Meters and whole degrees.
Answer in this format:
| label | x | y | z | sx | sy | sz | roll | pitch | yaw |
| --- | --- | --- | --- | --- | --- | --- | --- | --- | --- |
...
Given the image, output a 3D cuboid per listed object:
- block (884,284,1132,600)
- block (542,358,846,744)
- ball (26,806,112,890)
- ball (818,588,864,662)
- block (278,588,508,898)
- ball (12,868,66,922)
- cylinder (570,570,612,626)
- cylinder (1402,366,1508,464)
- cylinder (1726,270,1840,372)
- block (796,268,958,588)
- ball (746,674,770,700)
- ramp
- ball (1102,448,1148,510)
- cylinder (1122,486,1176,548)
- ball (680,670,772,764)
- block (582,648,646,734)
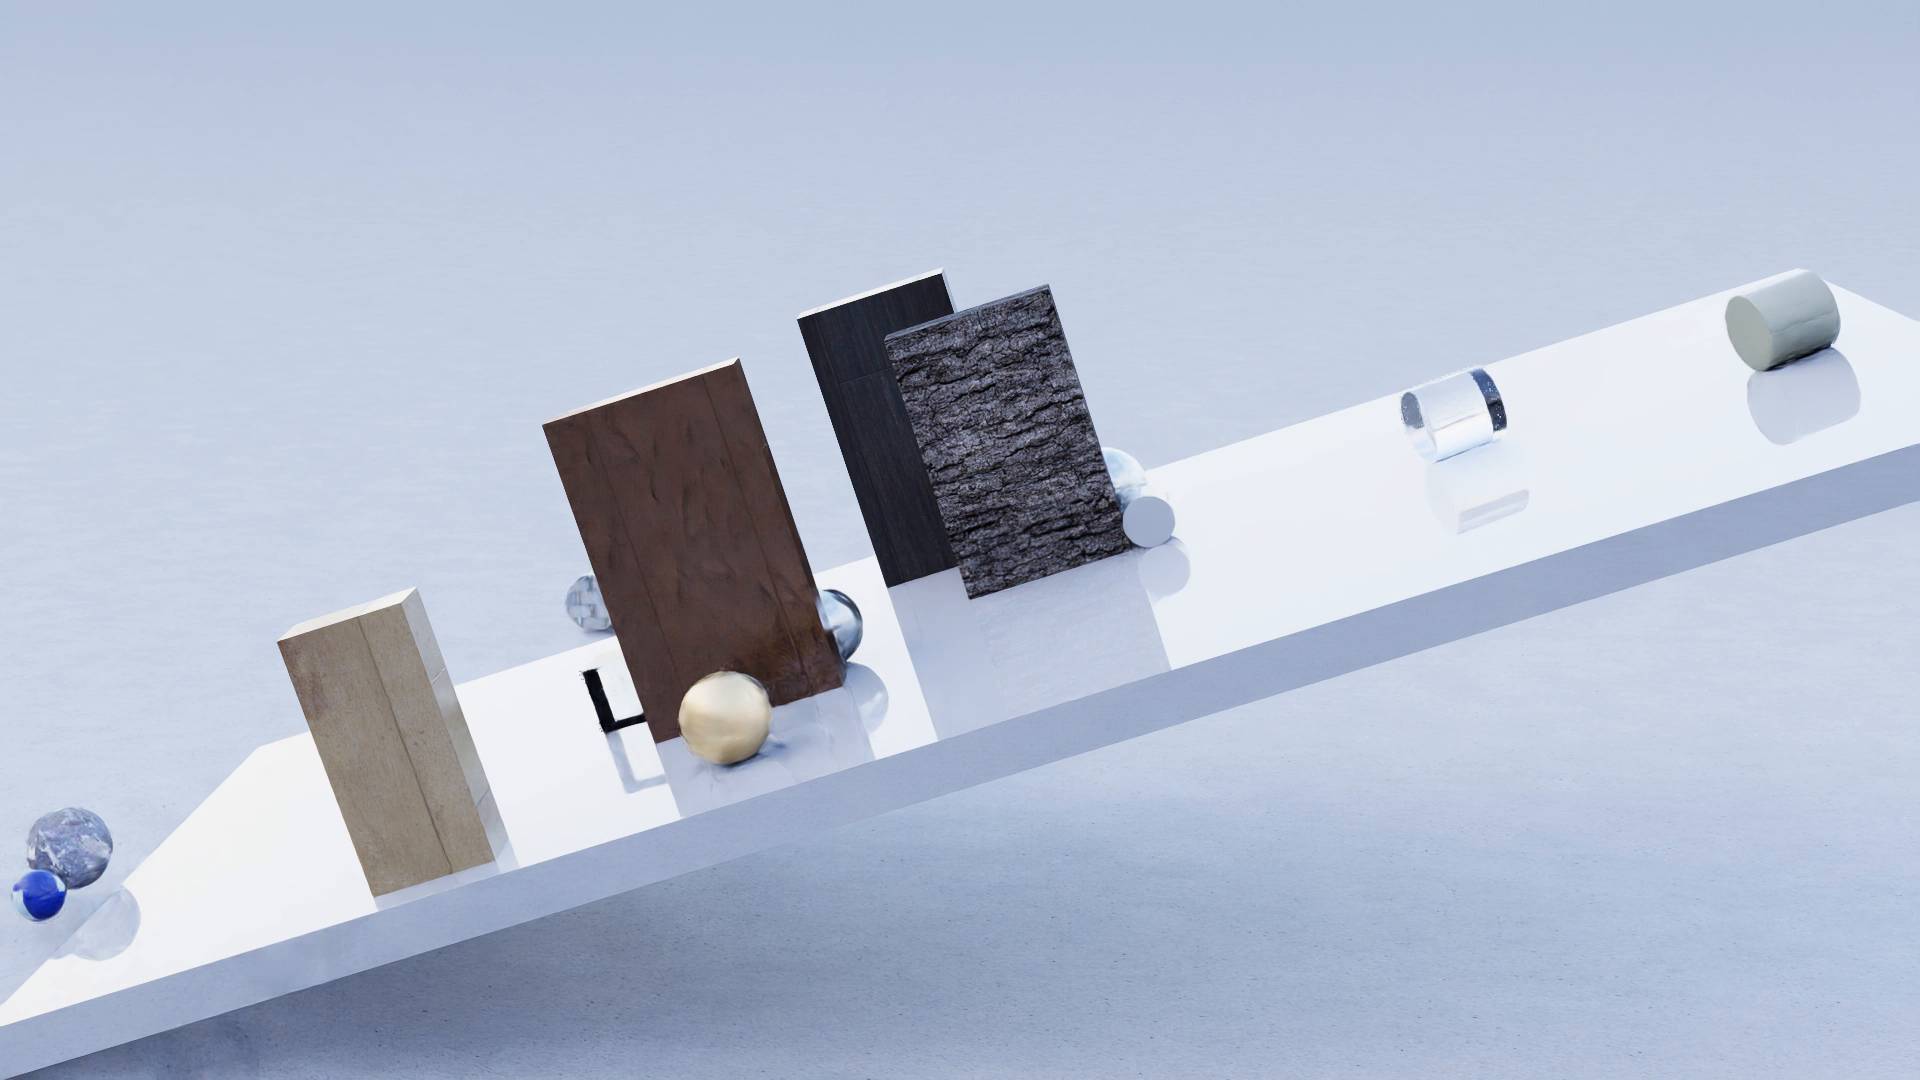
| label | x | y | z | sx | sy | sz | roll | pitch | yaw |
| --- | --- | --- | --- | --- | --- | --- | --- | --- | --- |
| block | 0.107 | -0.213 | 6.411 | 0.371 | 0.599 | 0.103 | -17 | 10 | 5 |
| block | -0.539 | 0.023 | 6.016 | 0.409 | 0.698 | 0.103 | -17 | 10 | 5 |
| ball | -1.970 | 0.682 | 6.505 | 0.185 | 0.185 | 0.185 | 0 | 12 | 0 |
| ball | -0.288 | 0.186 | 6.212 | 0.169 | 0.169 | 0.169 | 0 | 12 | 0 |
| block | -1.067 | 0.381 | 5.555 | 0.247 | 0.521 | 0.137 | -17 | 10 | 5 |
| ball | -1.980 | 0.763 | 6.323 | 0.113 | 0.113 | 0.113 | 0 | 12 | 0 |
| cylinder | -1.125 | 0.181 | 9.164 | 0.174 | 0.174 | 0.174 | -1 | -5 | -7 |
| cylinder | 1.054 | -0.266 | 6.275 | 0.165 | 0.165 | 0.165 | -20 | 16 | -10 |
| cylinder | 1.715 | -0.457 | 6.130 | 0.166 | 0.166 | 0.166 | -21 | 17 | -13 |
| block | -0.104 | -0.260 | 6.840 | 0.349 | 0.662 | 0.119 | -17 | 10 | 5 |
| ball | -0.442 | 0.328 | 5.860 | 0.125 | 0.125 | 0.125 | 0 | 12 | 0 |
| ramp | 0.101 | 0.183 | 6.310 | 4.000 | 0.100 | 2.000 | -17 | 10 | 5 |
| ball | 0.331 | -0.112 | 6.638 | 0.191 | 0.191 | 0.191 | 0 | 12 | 0 |
| cylinder | 0.411 | -0.051 | 6.400 | 0.114 | 0.114 | 0.114 | 1 | 12 | 3 |
| ball | -0.451 | 0.341 | 5.659 | 0.179 | 0.179 | 0.179 | 0 | 12 | 0 |
| block | -0.708 | 0.313 | 6.344 | 0.143 | 0.143 | 0.143 | -16 | 11 | 12 |
